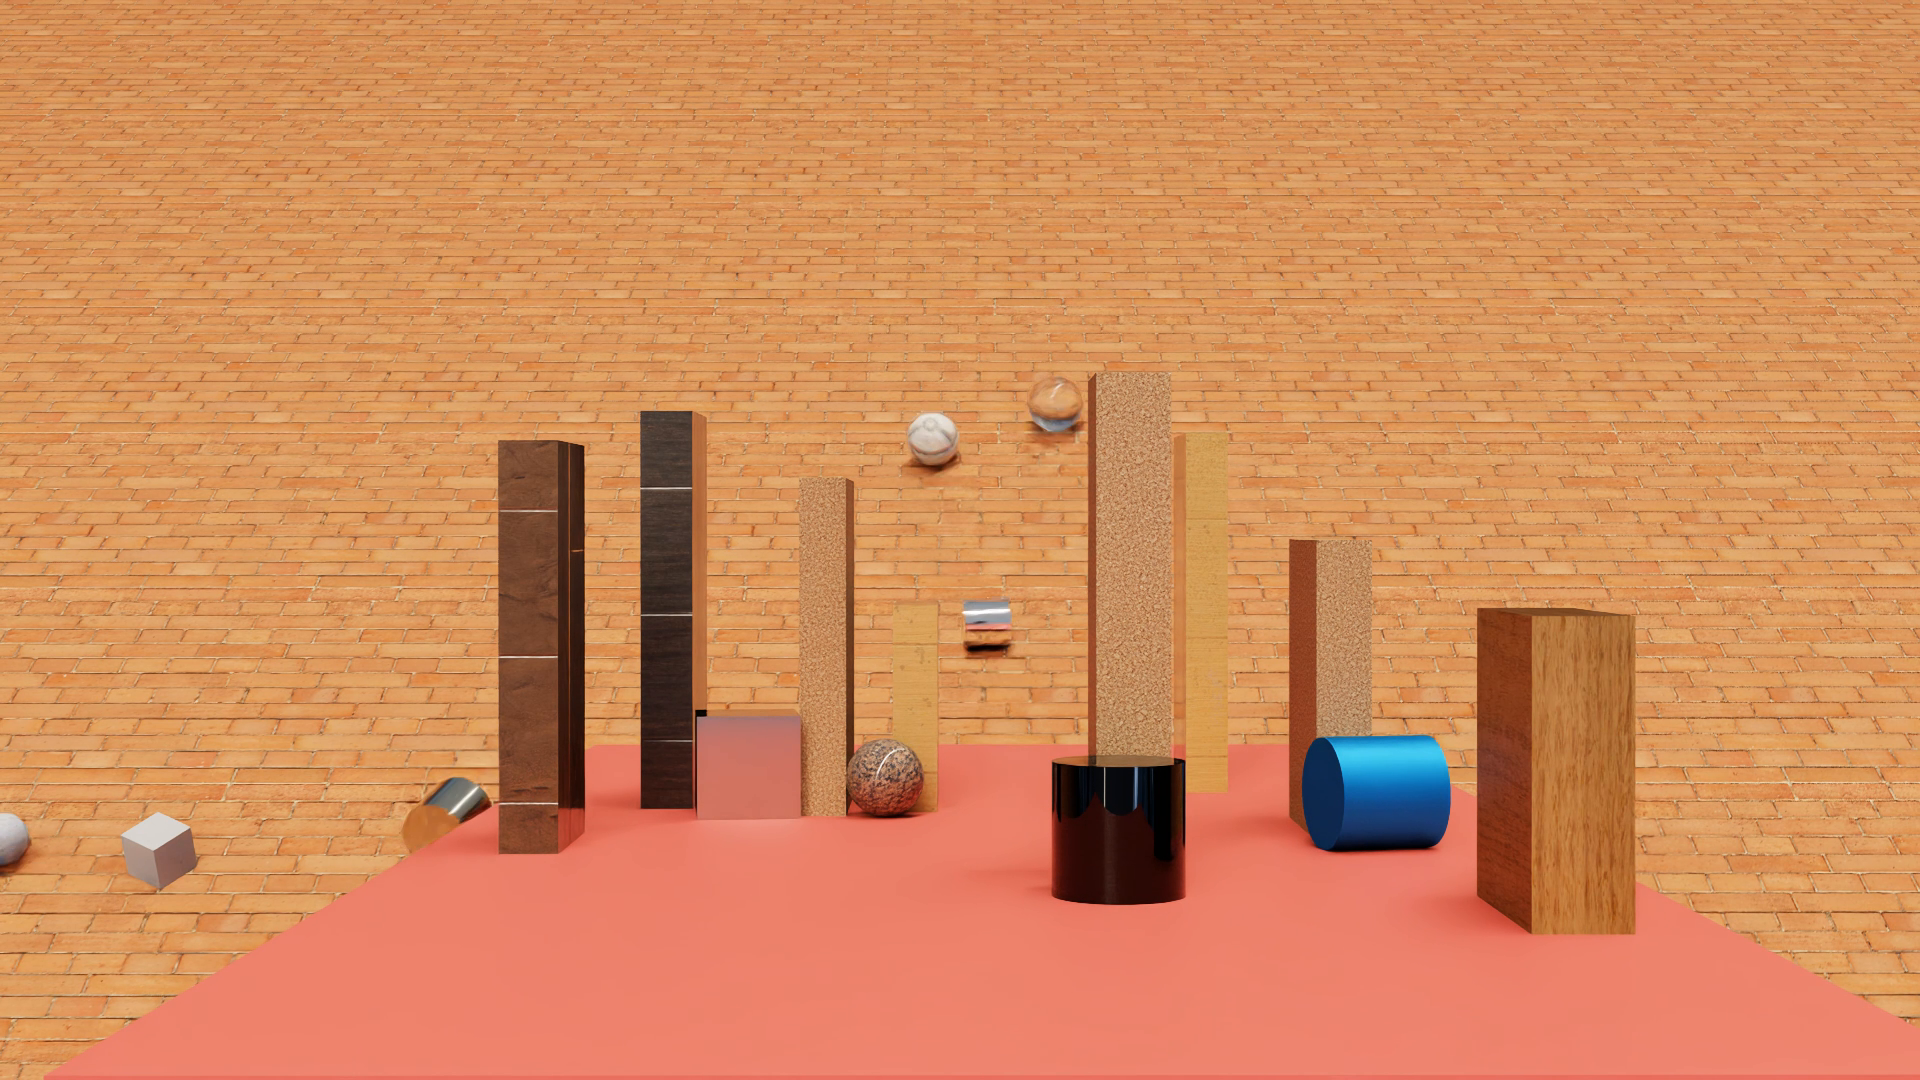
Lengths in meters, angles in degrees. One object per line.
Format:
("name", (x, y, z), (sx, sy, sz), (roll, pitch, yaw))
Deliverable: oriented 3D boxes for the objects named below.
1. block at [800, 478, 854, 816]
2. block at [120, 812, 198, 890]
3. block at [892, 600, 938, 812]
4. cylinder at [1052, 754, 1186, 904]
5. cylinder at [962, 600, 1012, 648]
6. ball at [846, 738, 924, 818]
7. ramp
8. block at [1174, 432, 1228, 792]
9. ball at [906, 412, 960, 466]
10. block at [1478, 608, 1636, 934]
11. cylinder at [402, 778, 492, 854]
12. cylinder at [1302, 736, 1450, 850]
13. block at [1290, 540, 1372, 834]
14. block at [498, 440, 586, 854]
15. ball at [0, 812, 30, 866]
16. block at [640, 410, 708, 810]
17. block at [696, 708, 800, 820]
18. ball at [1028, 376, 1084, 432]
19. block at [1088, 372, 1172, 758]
("block", (-0.265, 0.206, 5.187), (0.090, 0.653, 0.395), (0, 0, 0))
("block", (-1.945, 0.755, 6.282), (0.116, 0.116, 0.116), (18, 34, 29))
("block", (-0.088, 0.329, 5.228), (0.087, 0.405, 0.340), (0, 0, 0))
("cylinder", (0.240, 0.437, 3.921), (0.204, 0.204, 0.204), (0, 0, 0))
("cylinder", (0.075, 0.232, 7.199), (0.127, 0.127, 0.127), (-2, 29, -2))
("ball", (-0.144, 0.458, 4.985), (0.152, 0.152, 0.152), (0, 29, 0))
("ramp", (0.065, 0.585, 4.634), (2.000, 0.100, 4.000), (0, 0, 0))
("block", (0.518, 0.152, 5.584), (0.088, 0.756, 0.308), (0, 0, 0))
("ball", (-0.086, -0.318, 8.154), (0.167, 0.167, 0.167), (0, 29, 0))
("block", (0.853, 0.321, 3.725), (0.142, 0.436, 0.372), (0, 0, 0))
("cylinder", (-1.063, 0.586, 5.368), (0.141, 0.141, 0.141), (6, 20, 11))
("cylinder", (0.722, 0.438, 4.493), (0.195, 0.195, 0.195), (0, 28, -14))
("block", (0.683, 0.267, 4.784), (0.099, 0.535, 0.379), (0, 0, 0))
("block", (-0.737, 0.182, 4.572), (0.102, 0.707, 0.316), (0, 0, 0))
("ball", (-2.340, 0.730, 6.314), (0.129, 0.129, 0.129), (0, 29, 0))
("block", (-0.581, 0.138, 5.268), (0.103, 0.789, 0.297), (0, 0, 0))
("block", (-0.415, 0.435, 5.035), (0.197, 0.197, 0.197), (0, 0, -7))
("ball", (0.309, -0.440, 8.362), (0.178, 0.178, 0.178), (0, 29, 0))
("block", (0.270, 0.138, 4.148), (0.116, 0.799, 0.255), (0, 0, 0))
